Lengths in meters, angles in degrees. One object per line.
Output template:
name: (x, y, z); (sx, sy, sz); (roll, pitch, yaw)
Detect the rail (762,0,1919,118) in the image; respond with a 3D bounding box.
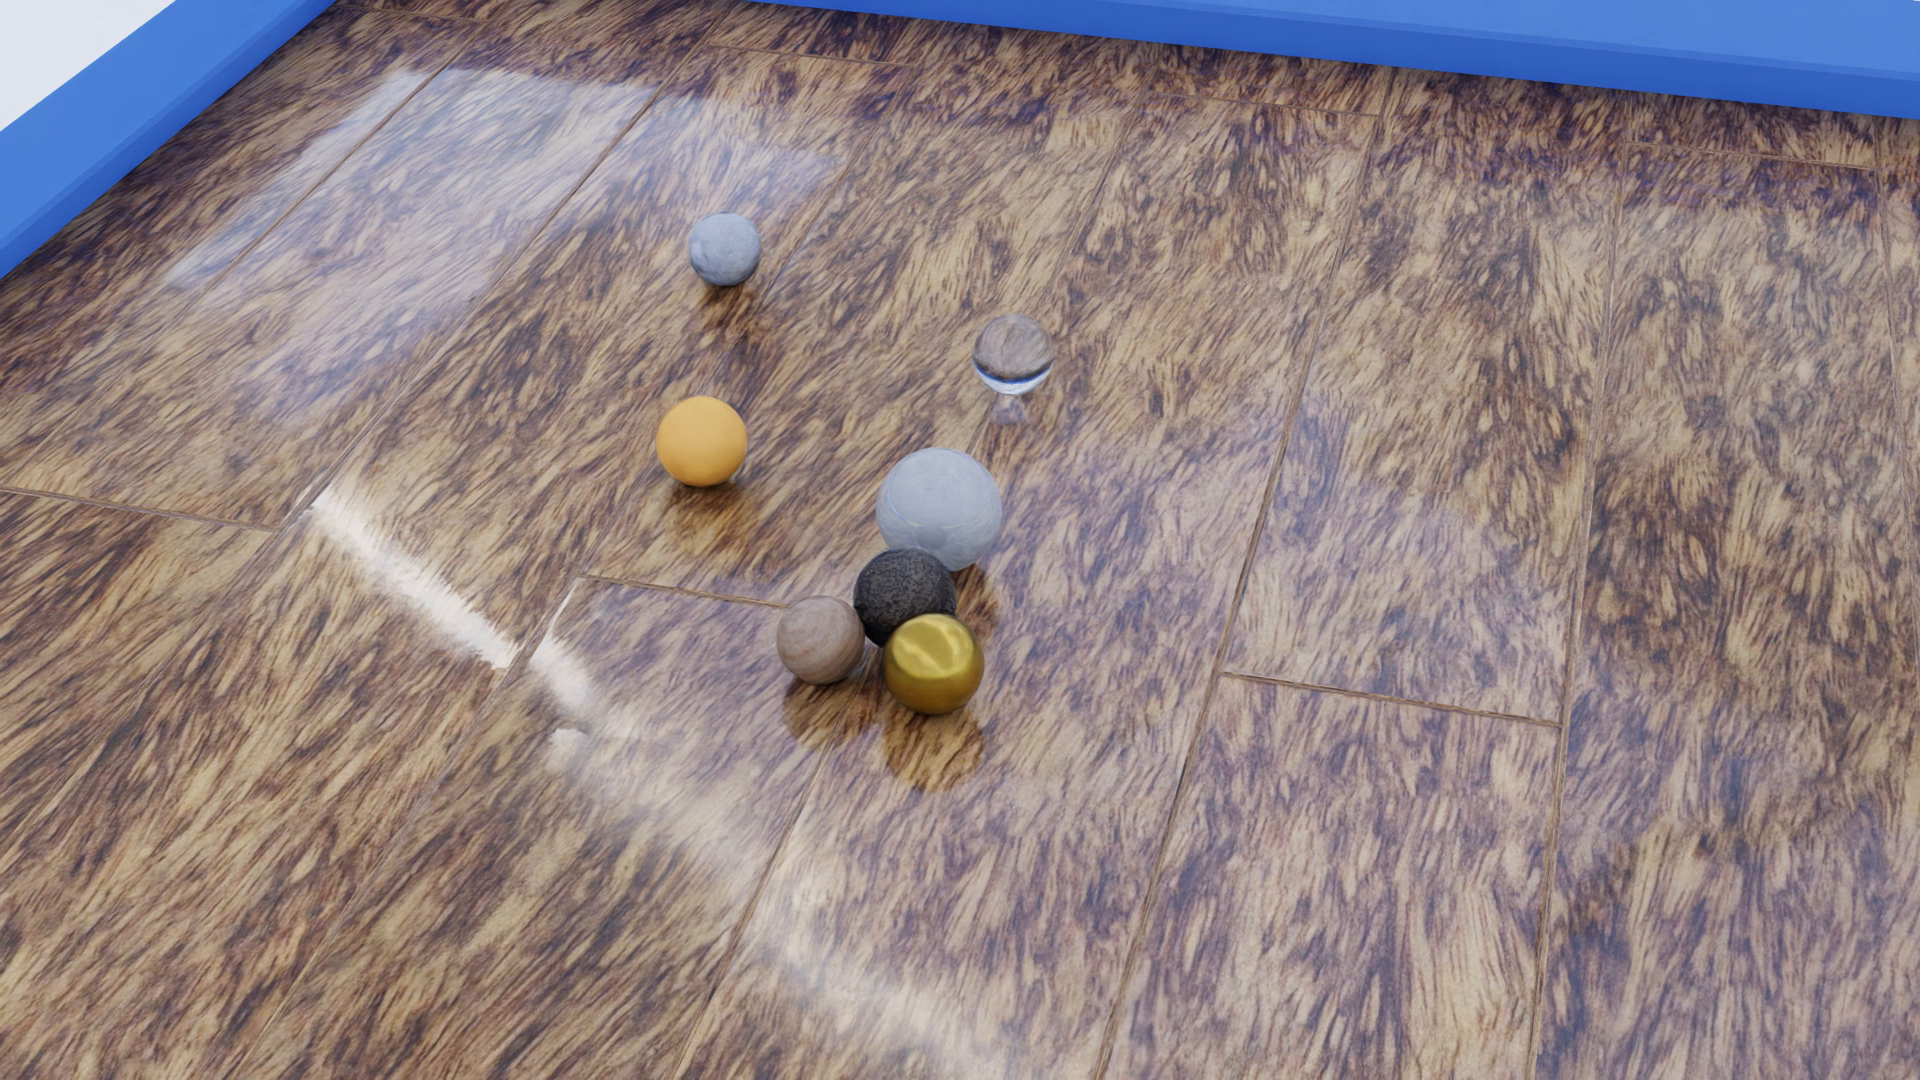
rail: (1.218, -0.447, 2.570); (3.948, 0.126, 0.045); (8, 35, 12)

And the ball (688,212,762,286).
ball: (-0.216, -0.267, 2.356); (0.068, 0.068, 0.068); (0, 34, 0)

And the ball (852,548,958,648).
ball: (-0.041, 0.044, 1.885); (0.077, 0.077, 0.077); (0, 34, 0)

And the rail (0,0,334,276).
rail: (-0.932, -0.157, 2.138); (0.045, 0.126, 2.135); (8, 35, 12)

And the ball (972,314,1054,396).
ball: (0.045, -0.158, 2.193); (0.069, 0.069, 0.069); (0, 34, 0)

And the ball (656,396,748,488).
ball: (-0.208, -0.079, 2.073); (0.073, 0.073, 0.073); (0, 34, 0)

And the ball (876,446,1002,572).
ball: (-0.016, -0.023, 1.967); (0.097, 0.097, 0.097); (0, 34, 0)

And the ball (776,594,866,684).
ball: (-0.100, 0.072, 1.855); (0.065, 0.065, 0.065); (0, 34, 0)

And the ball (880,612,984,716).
ball: (-0.019, 0.088, 1.824); (0.074, 0.074, 0.074); (0, 34, 0)
